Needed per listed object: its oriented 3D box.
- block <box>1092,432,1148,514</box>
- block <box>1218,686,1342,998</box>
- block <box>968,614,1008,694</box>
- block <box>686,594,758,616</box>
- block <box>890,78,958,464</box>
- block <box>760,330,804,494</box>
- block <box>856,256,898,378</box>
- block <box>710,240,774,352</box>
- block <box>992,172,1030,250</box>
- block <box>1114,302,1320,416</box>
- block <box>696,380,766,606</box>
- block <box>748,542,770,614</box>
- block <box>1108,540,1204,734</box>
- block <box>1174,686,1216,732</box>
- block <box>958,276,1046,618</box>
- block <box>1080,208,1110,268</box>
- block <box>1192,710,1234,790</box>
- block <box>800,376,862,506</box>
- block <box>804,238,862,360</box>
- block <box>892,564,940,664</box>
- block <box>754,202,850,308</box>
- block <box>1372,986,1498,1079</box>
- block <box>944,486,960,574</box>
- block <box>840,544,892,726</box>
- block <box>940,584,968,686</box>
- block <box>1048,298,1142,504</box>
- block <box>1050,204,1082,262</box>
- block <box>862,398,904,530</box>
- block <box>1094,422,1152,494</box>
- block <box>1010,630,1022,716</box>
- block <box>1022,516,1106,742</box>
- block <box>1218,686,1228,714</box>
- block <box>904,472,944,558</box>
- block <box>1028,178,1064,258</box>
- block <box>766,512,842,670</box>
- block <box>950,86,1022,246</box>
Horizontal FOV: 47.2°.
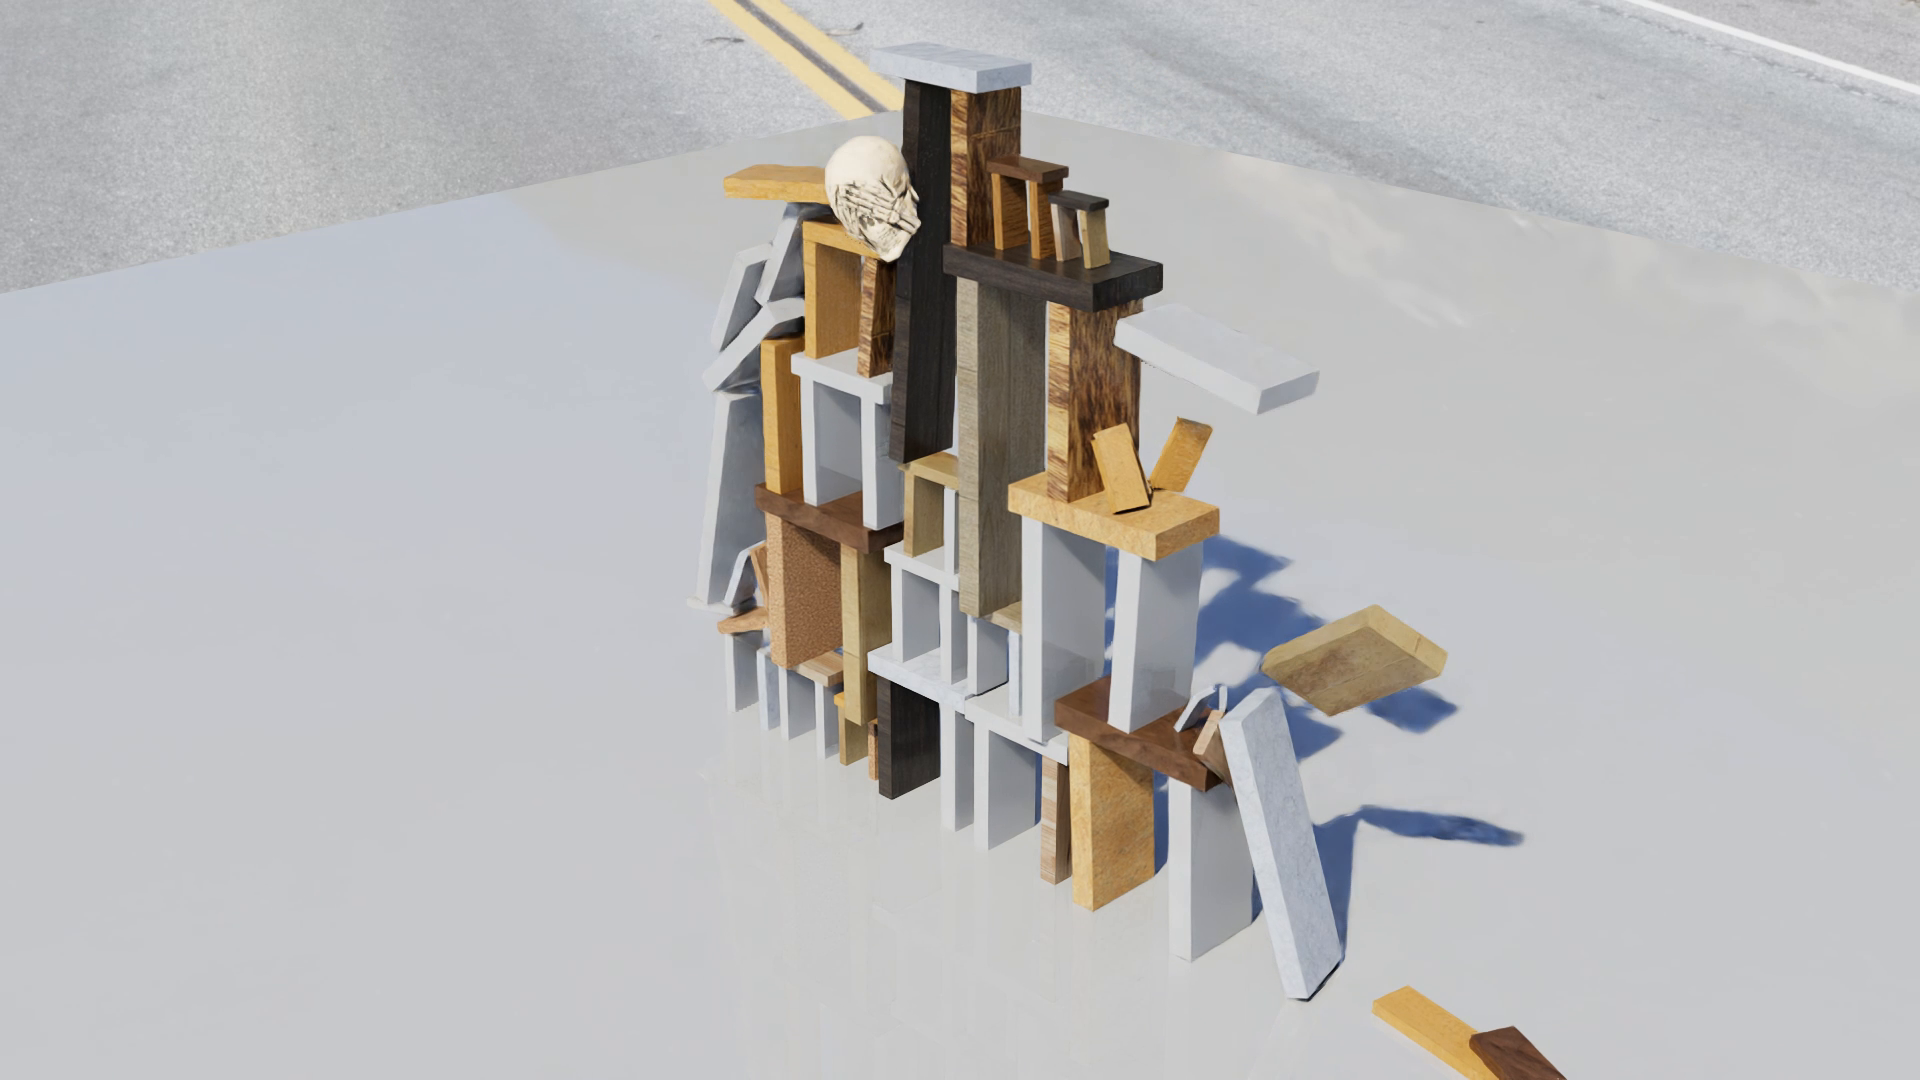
[{"bbox_3d":[0.279,-0.117,3.829,0.066,0.132,0.019,-13,-7,-27],"label":"block"},{"bbox_3d":[0.565,0.530,3.853,0.044,0.524,0.154,-6,16,36],"label":"block"},{"bbox_3d":[0.053,0.207,4.254,0.024,0.168,0.084,21,31,41],"label":"block"},{"bbox_3d":[-0.528,0.138,4.872,0.148,0.021,0.074,9,22,39],"label":"block"},{"bbox_3d":[-0.056,-0.504,4.097,0.039,0.734,0.136,23,31,38],"label":"block"},{"bbox_3d":[-0.324,-0.265,4.463,0.157,0.315,0.045,-21,30,-40],"label":"block"},{"bbox_3d":[-0.134,-0.436,4.186,0.120,0.239,0.034,-21,38,-40],"label":"block"},{"bbox_3d":[-0.412,-0.492,4.411,0.131,0.262,0.037,-24,66,-33],"label":"block"},{"bbox_3d":[0.089,-0.585,3.875,0.019,0.133,0.067,16,27,43],"label":"block"},{"bbox_3d":[0.421,-0.303,3.633,0.154,0.044,0.309,-21,40,-41],"label":"block"},{"bbox_3d":[-0.468,-0.102,4.731,0.157,0.529,0.045,-18,44,-36],"label":"block"},{"bbox_3d":[-0.397,0.077,4.701,0.074,0.148,0.021,-29,23,-37],"label":"block"},{"bbox_3d":[0.349,0.156,3.909,0.049,0.346,0.173,24,33,39],"label":"block"},{"bbox_3d":[0.416,0.301,3.900,0.046,0.093,0.013,-21,59,-41],"label":"block"},{"bbox_3d":[0.078,-0.185,4.069,0.051,0.651,0.179,21,31,41],"label":"block"},{"bbox_3d":[0.231,-0.518,3.759,0.049,0.098,0.014,-21,21,-40],"label":"block"},{"bbox_3d":[0.469,0.371,3.821,0.024,0.169,0.085,13,69,43],"label":"block"},{"bbox_3d":[-0.253,-0.213,4.404,0.133,0.265,0.038,-21,31,-40],"label":"block"},{"bbox_3d":[-0.248,-0.484,4.299,0.120,0.239,0.034,-21,33,-40],"label":"block"},{"bbox_3d":[-0.088,0.132,4.383,0.103,0.206,0.029,-21,31,-41],"label":"block"},{"bbox_3d":[-0.307,-0.574,4.306,0.131,0.262,0.037,-22,60,-39],"label":"block"},{"bbox_3d":[0.911,0.892,3.628,0.085,0.024,0.564,-15,27,-31],"label":"block"},{"bbox_3d":[0.011,-0.028,4.200,0.086,0.172,0.024,-21,31,-41],"label":"block"},{"bbox_3d":[-0.159,0.168,4.471,0.171,0.390,0.049,-21,31,-40],"label":"block"},{"bbox_3d":[0.009,0.170,4.293,0.103,0.206,0.029,-21,31,-41],"label":"block"},{"bbox_3d":[0.237,-0.259,3.865,0.179,0.358,0.051,-20,29,-38],"label":"block"},{"bbox_3d":[0.184,-0.535,3.802,0.049,0.098,0.014,-21,21,-41],"label":"block"},{"bbox_3d":[-0.129,-0.164,4.289,0.038,0.265,0.133,21,31,41],"label":"block"},{"bbox_3d":[0.286,-0.135,3.868,0.066,0.132,0.019,-20,-1,-38],"label":"block"},{"bbox_3d":[0.132,0.241,4.182,0.084,0.174,0.024,-21,31,-41],"label":"block"},{"bbox_3d":[0.193,0.142,4.072,0.173,0.442,0.049,-21,30,-41],"label":"block"},{"bbox_3d":[0.471,0.304,3.946,0.013,0.046,0.093,3,23,8],"label":"block"},{"bbox_3d":[-0.069,-0.060,4.275,0.024,0.172,0.086,21,29,40],"label":"block"},{"bbox_3d":[0.152,-0.561,3.817,0.067,0.133,0.019,-21,27,-41],"label":"block"},{"bbox_3d":[-0.320,0.083,4.611,0.049,0.343,0.171,21,31,41],"label":"block"},{"bbox_3d":[0.046,-0.668,3.895,0.039,0.272,0.136,22,31,40],"label":"block"}]
